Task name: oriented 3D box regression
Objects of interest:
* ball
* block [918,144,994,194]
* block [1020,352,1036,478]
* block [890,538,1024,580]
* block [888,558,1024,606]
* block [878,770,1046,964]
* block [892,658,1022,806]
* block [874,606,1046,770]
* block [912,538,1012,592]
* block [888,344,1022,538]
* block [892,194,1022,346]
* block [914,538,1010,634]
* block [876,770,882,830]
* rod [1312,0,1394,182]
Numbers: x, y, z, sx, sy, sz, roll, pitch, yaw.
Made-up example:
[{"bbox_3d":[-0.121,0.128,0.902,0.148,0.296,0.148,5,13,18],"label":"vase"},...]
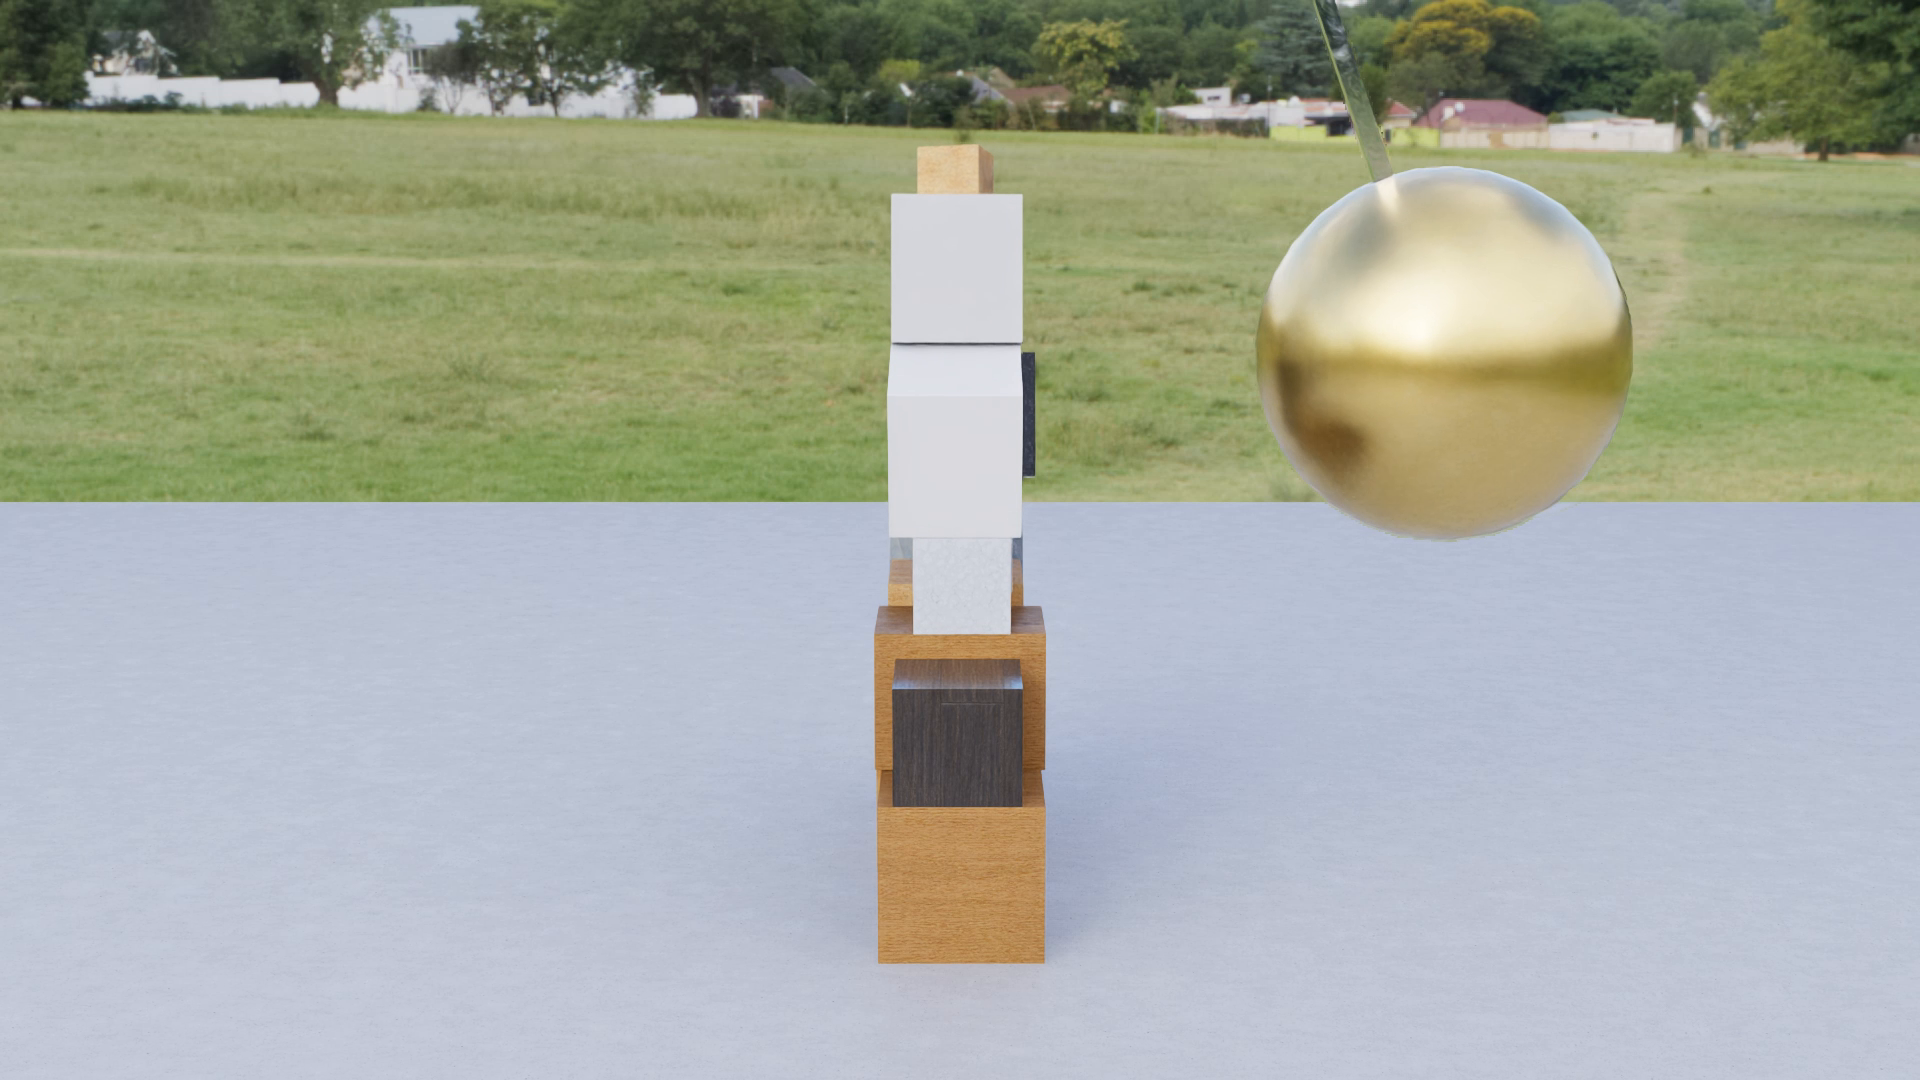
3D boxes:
[{"bbox_3d":[2.074,-0.800,11.035,1.600,1.600,1.600,0,10,0],"label":"ball"},{"bbox_3d":[-0.018,-1.569,11.180,0.270,0.251,0.288,0,-1,14],"label":"block"},{"bbox_3d":[0.019,-0.547,11.447,0.619,0.538,0.652,0,0,0],"label":"block"},{"bbox_3d":[-0.017,0.353,12.401,0.633,0.627,0.636,0,-34,0],"label":"block"},{"bbox_3d":[-0.018,0.424,11.526,0.590,0.580,0.591,0,10,0],"label":"block"},{"bbox_3d":[0.006,1.313,10.538,0.665,0.646,0.694,0,10,0],"label":"block"},{"bbox_3d":[-0.009,0.773,10.363,0.513,0.479,0.527,0,10,0],"label":"block"},{"bbox_3d":[0.000,0.622,10.937,0.710,0.577,0.627,0,9,0],"label":"block"},{"bbox_3d":[0.010,-0.028,11.204,0.429,0.425,0.447,0,10,0],"label":"block"},{"bbox_3d":[-0.019,-0.419,10.675,0.543,0.627,0.579,0,26,0],"label":"block"},{"bbox_3d":[-0.019,-1.134,11.051,0.550,0.624,0.581,0,-1,-1],"label":"block"},{"bbox_3d":[0.008,0.157,10.759,0.400,0.399,0.436,0,9,0],"label":"block"},{"bbox_3d":[-0.013,1.052,11.737,0.715,0.731,0.664,0,10,0],"label":"block"},{"bbox_3d":[0.899,-3.939,10.464,0.080,5.200,0.080,-20,10,4],"label":"rod"}]
